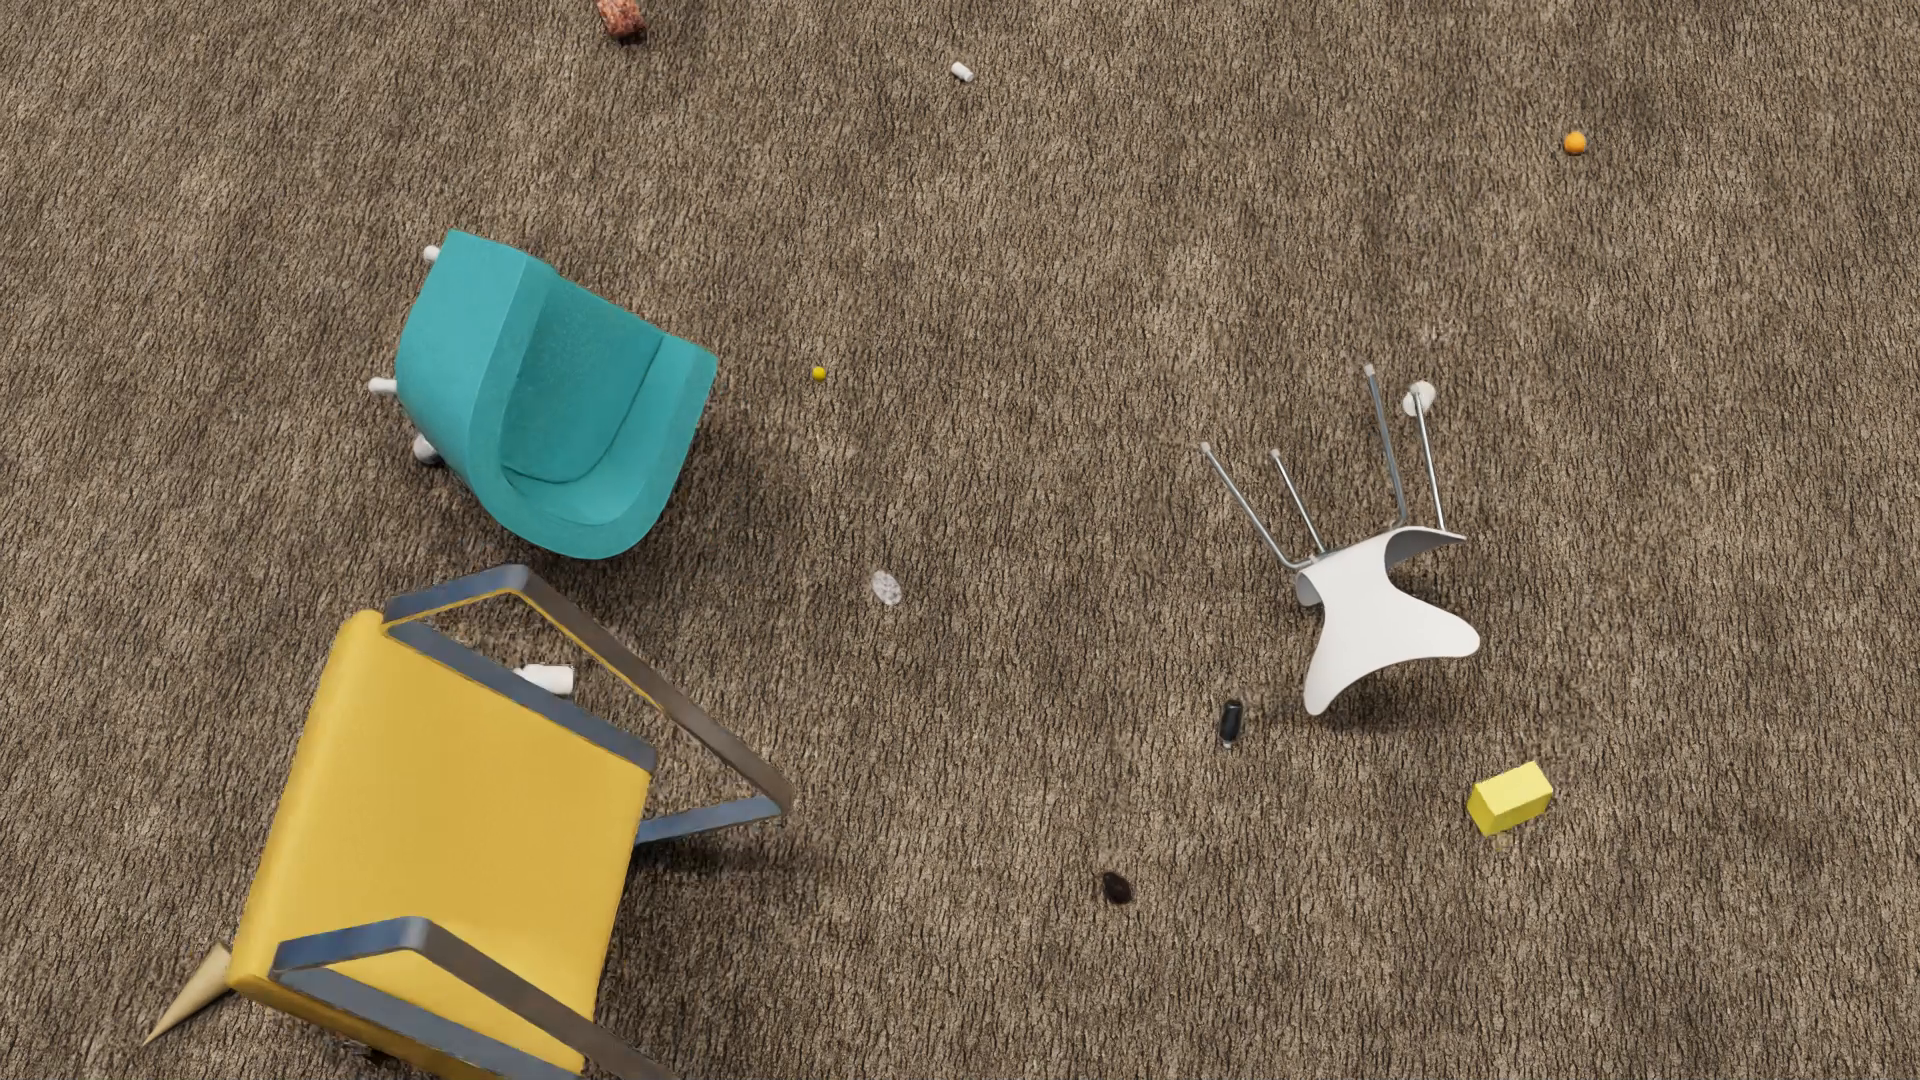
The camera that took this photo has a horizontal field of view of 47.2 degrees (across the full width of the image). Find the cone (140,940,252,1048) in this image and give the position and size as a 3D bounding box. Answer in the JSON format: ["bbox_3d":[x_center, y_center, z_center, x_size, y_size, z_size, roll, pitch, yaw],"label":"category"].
[{"bbox_3d":[-2.011,1.205,5.729,0.128,0.122,0.325,38,74,28],"label":"cone"}]

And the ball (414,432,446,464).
[{"bbox_3d":[-1.616,-0.281,6.703,0.099,0.099,0.099,0,56,0],"label":"ball"}]

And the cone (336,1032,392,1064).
[{"bbox_3d":[-1.554,1.306,5.674,0.142,0.074,0.092,-1,20,19],"label":"cone"}]

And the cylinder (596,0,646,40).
[{"bbox_3d":[-1.189,-1.845,7.698,0.117,0.167,0.104,-21,33,3],"label":"cylinder"}]

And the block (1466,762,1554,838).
[{"bbox_3d":[1.504,0.710,6.016,0.186,0.135,0.101,-20,58,-13],"label":"block"}]

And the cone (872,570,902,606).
[{"bbox_3d":[-0.207,0.134,6.463,0.078,0.054,0.111,-32,92,22],"label":"cone"}]
